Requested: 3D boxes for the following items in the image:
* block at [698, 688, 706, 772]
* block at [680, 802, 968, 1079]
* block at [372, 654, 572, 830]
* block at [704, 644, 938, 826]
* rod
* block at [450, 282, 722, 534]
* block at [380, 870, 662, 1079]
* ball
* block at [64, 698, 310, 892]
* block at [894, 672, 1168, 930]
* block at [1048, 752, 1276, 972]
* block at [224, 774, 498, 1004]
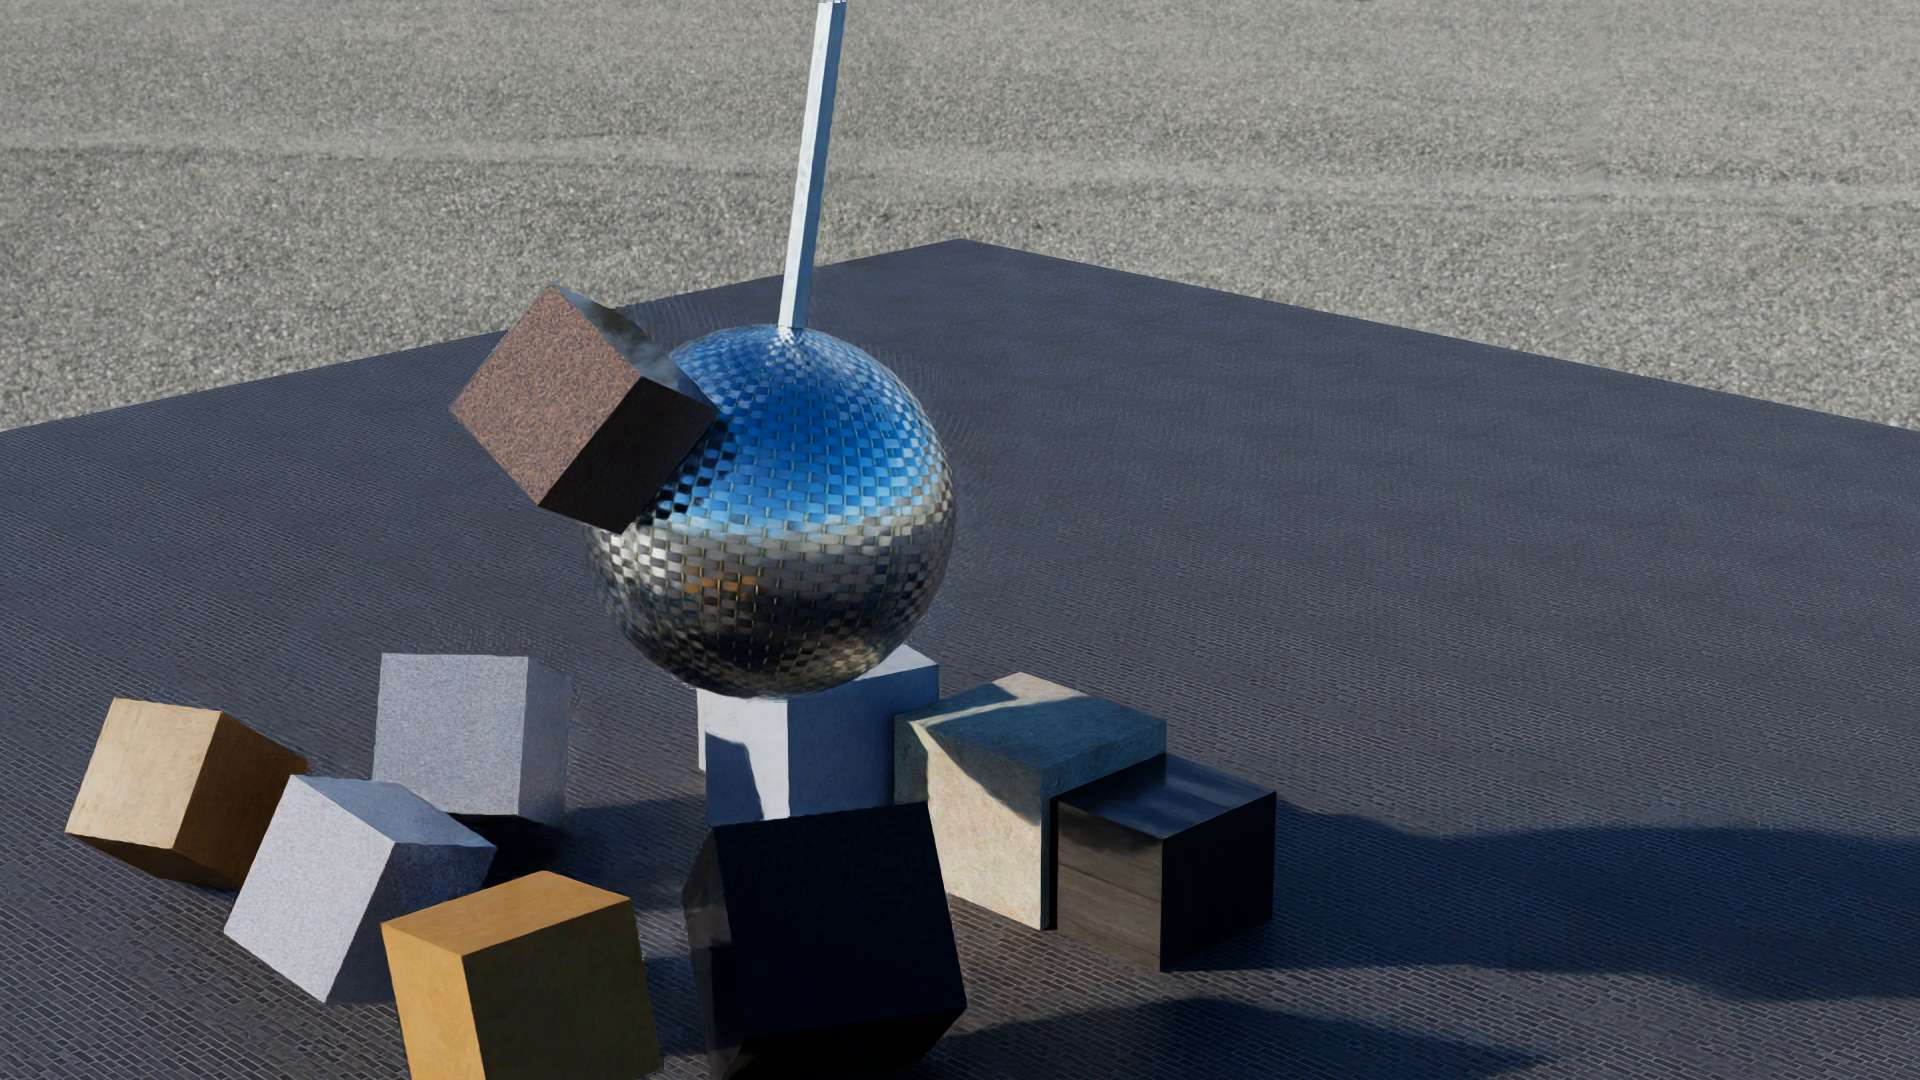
[{"bbox_3d":[-0.874,0.840,14.546,0.587,0.676,0.643,-15,23,-39],"label":"block"},{"bbox_3d":[-0.546,1.580,11.360,0.840,0.812,0.855,-5,-22,-16],"label":"block"},{"bbox_3d":[-2.264,0.946,13.652,0.690,0.721,0.754,1,-10,8],"label":"block"},{"bbox_3d":[-0.654,0.961,13.727,0.780,0.936,0.871,-10,20,-29],"label":"block"},{"bbox_3d":[-0.354,-3.437,11.891,0.080,5.200,0.080,17,13,42],"label":"rod"},{"bbox_3d":[-1.483,-0.516,11.632,0.618,0.654,0.583,45,11,28],"label":"block"},{"bbox_3d":[-1.605,1.666,10.723,0.680,0.651,0.697,-16,12,-33],"label":"block"},{"bbox_3d":[-0.816,-0.115,12.450,1.600,1.600,1.600,0,17,0],"label":"ball"},{"bbox_3d":[-3.436,1.143,13.061,0.632,0.635,0.648,5,-22,28],"label":"block"},{"bbox_3d":[0.318,1.168,13.360,0.916,0.760,0.826,17,24,42],"label":"block"},{"bbox_3d":[0.889,1.400,12.873,0.646,0.610,0.759,17,24,42],"label":"block"},{"bbox_3d":[-2.438,1.424,11.951,0.601,0.709,0.672,27,6,28],"label":"block"}]
